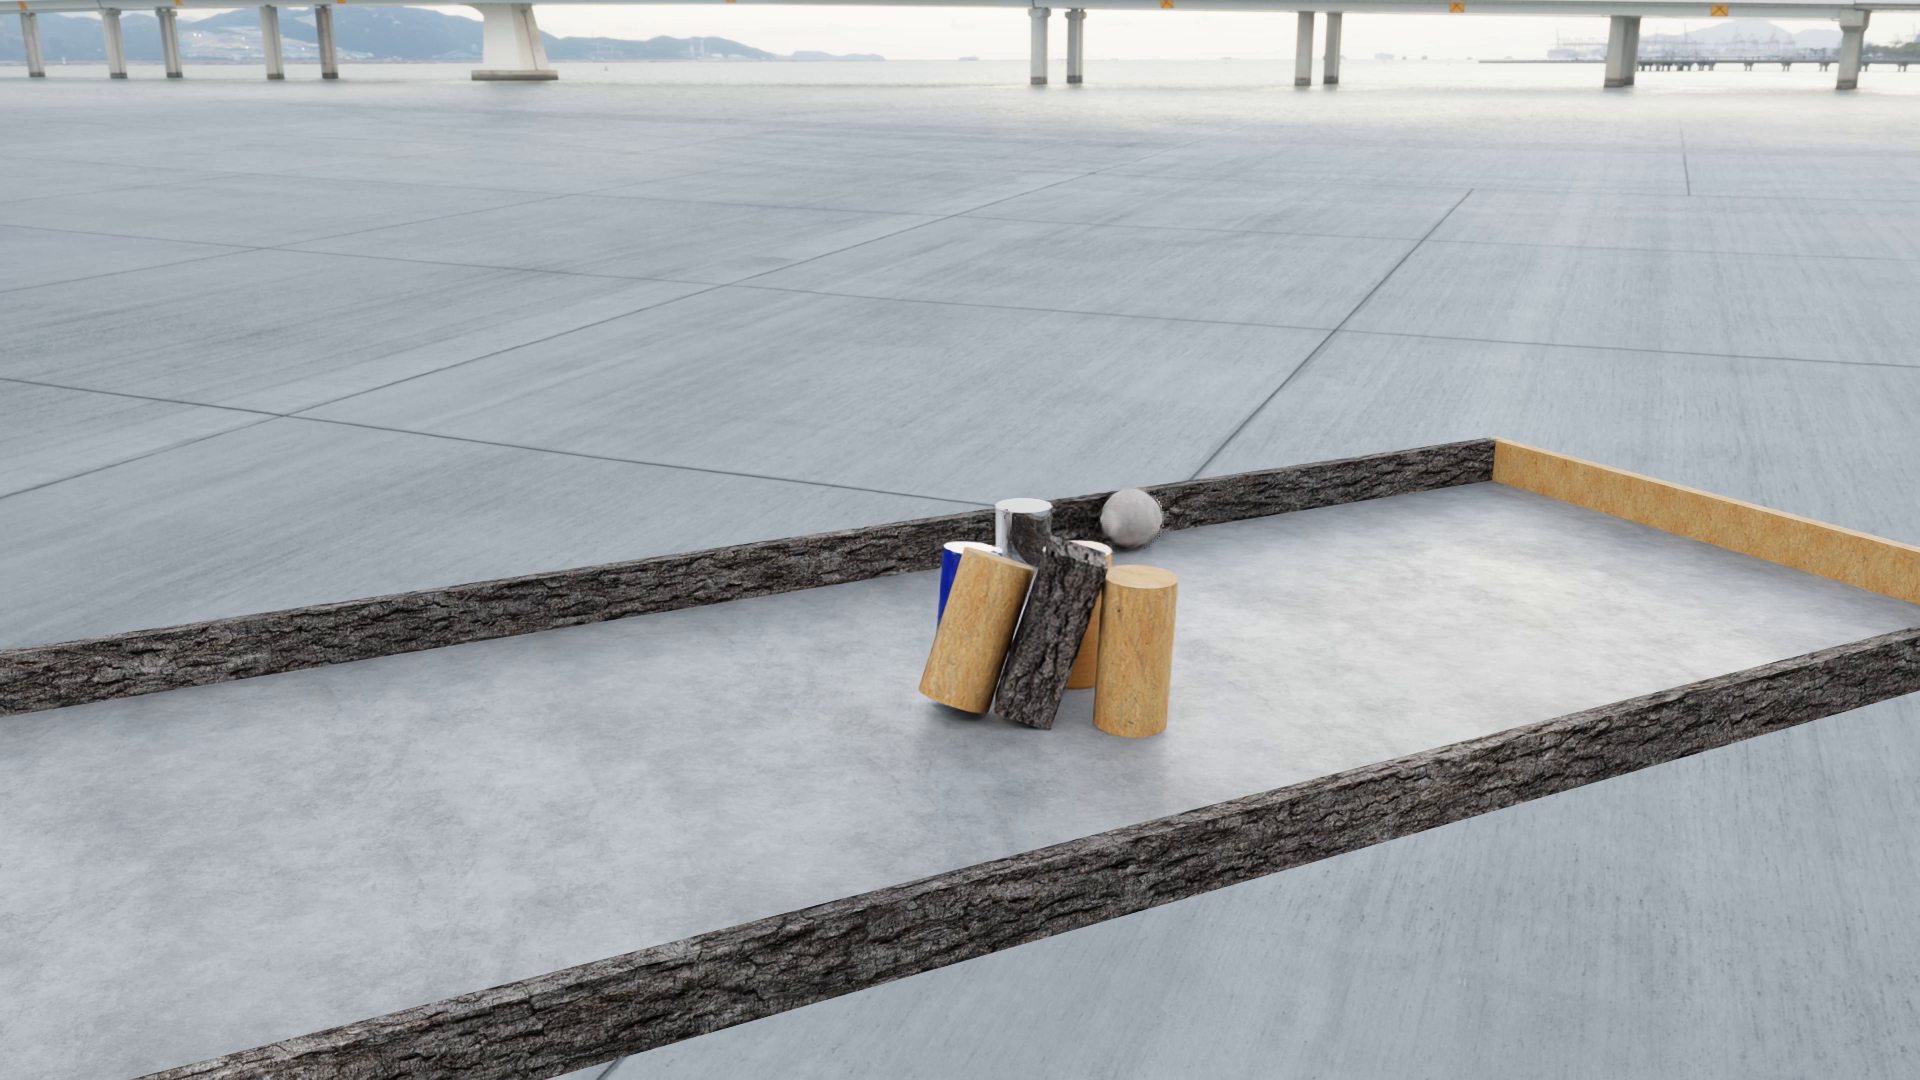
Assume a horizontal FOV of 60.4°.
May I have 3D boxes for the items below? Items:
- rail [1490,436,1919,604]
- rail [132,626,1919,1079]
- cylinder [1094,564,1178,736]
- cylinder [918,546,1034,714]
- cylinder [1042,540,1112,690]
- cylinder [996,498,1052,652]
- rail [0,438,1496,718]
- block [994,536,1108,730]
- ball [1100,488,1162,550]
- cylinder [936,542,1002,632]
[{"bbox_3d":[2.466,-0.048,5.253,0.050,0.150,2.100,-9,18,-27],"label":"rail"},{"bbox_3d":[-2.336,1.006,1.665,12.000,0.150,0.050,-9,18,-27],"label":"rail"},{"bbox_3d":[0.407,0.256,3.832,0.173,0.361,0.173,2,17,-1],"label":"cylinder"},{"bbox_3d":[0.039,0.214,3.923,0.176,0.358,0.176,18,4,-1],"label":"cylinder"},{"bbox_3d":[0.290,0.186,4.126,0.170,0.336,0.170,0,16,0],"label":"cylinder"},{"bbox_3d":[0.166,0.095,4.350,0.148,0.385,0.148,0,16,0],"label":"cylinder"},{"bbox_3d":[-3.305,0.497,3.399,12.000,0.150,0.050,-9,18,-27],"label":"rail"},{"bbox_3d":[0.210,0.216,3.845,0.135,0.414,0.135,17,16,-3],"label":"block"},{"bbox_3d":[0.544,-0.067,5.242,0.193,0.193,0.193,0,16,0],"label":"ball"},{"bbox_3d":[0.016,0.186,4.092,0.144,0.340,0.144,5,12,-1],"label":"cylinder"}]
